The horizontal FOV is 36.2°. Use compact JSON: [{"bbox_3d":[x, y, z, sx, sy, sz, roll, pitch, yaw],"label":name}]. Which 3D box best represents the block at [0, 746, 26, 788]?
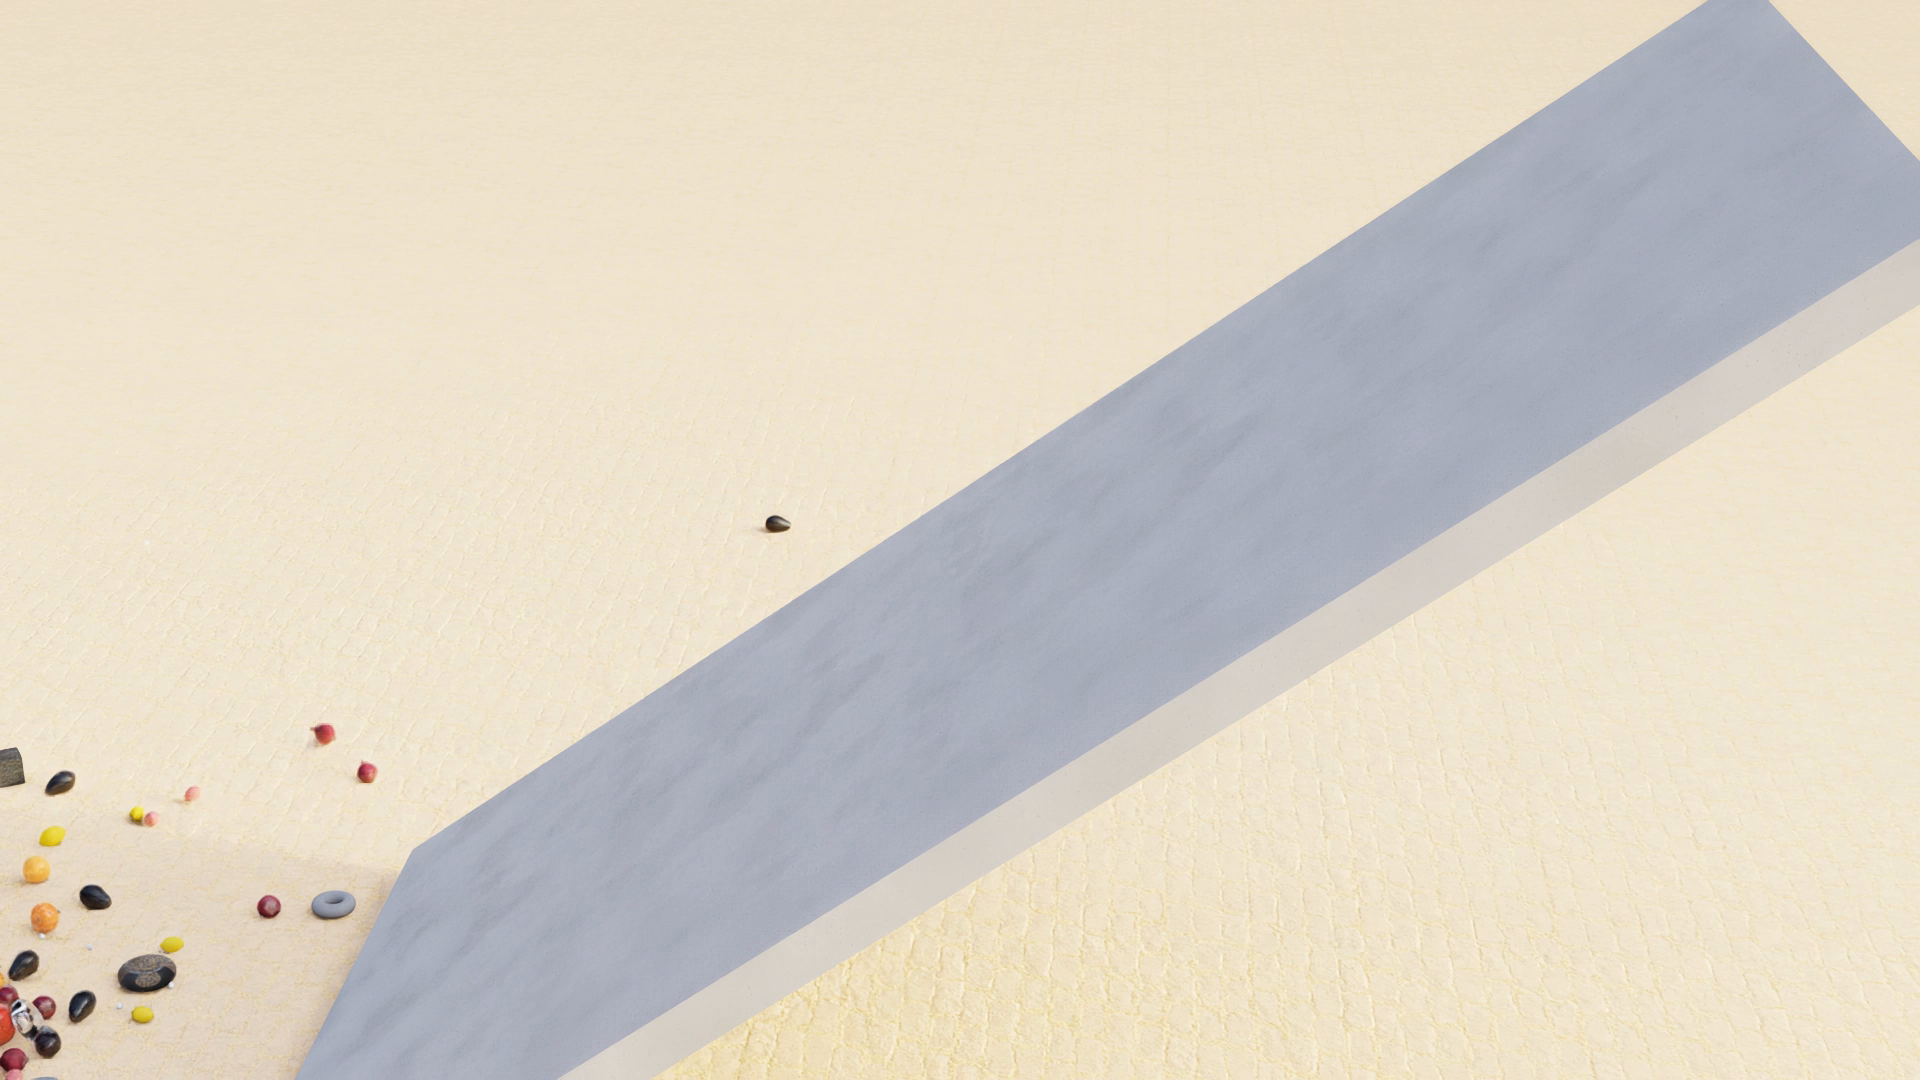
[{"bbox_3d":[-2.692,0.643,8.305,0.080,0.080,0.080,-10,24,-24],"label":"block"}]

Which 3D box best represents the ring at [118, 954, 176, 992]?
[{"bbox_3d":[-2.011,1.072,7.278,0.143,0.048,0.143,-1,20,0],"label":"ring"}]

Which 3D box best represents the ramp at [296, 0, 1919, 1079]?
[{"bbox_3d":[0.133,0.176,6.311,4.000,0.100,2.000,-33,16,16],"label":"ramp"}]

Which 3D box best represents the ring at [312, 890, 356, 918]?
[{"bbox_3d":[-1.621,0.943,7.612,0.114,0.038,0.114,1,21,-1],"label":"ring"}]

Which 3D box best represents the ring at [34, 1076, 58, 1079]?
[{"bbox_3d":[-2.118,1.277,6.776,0.118,0.039,0.118,-1,21,0],"label":"ring"}]
